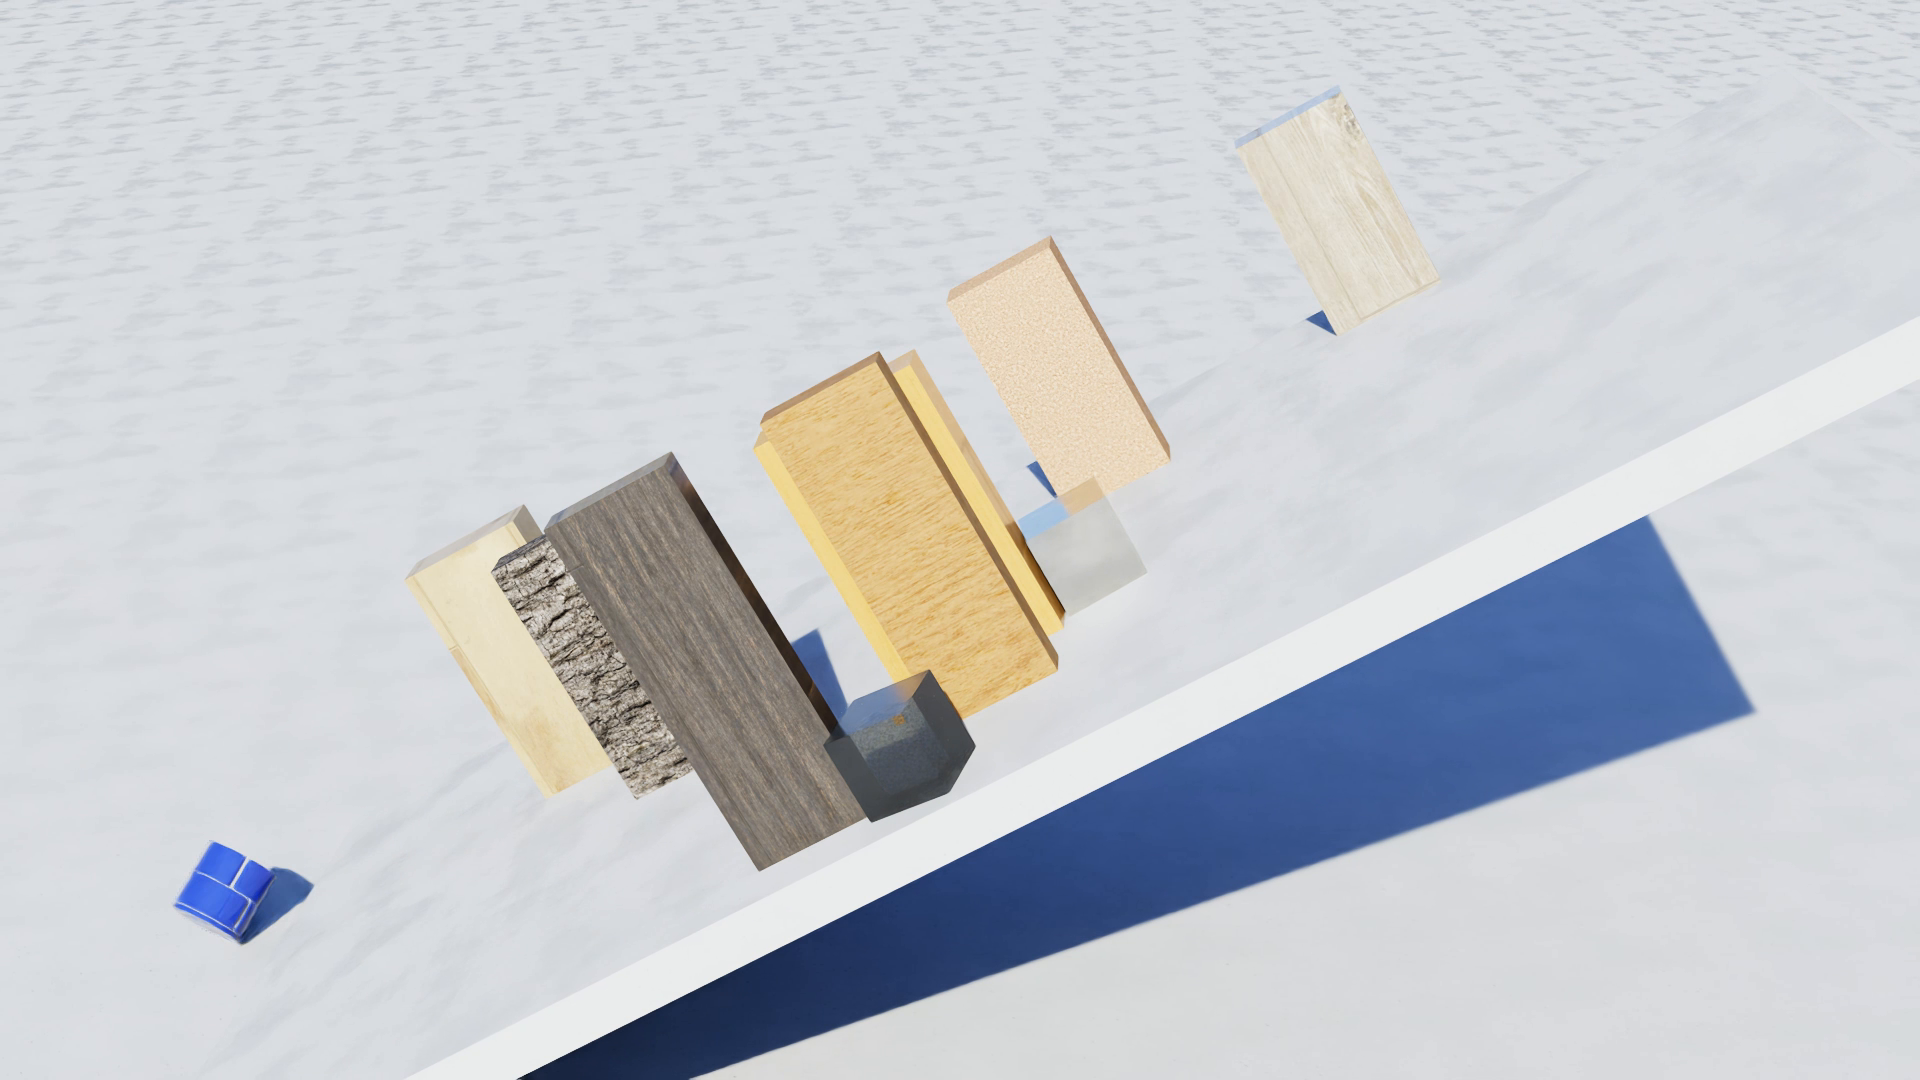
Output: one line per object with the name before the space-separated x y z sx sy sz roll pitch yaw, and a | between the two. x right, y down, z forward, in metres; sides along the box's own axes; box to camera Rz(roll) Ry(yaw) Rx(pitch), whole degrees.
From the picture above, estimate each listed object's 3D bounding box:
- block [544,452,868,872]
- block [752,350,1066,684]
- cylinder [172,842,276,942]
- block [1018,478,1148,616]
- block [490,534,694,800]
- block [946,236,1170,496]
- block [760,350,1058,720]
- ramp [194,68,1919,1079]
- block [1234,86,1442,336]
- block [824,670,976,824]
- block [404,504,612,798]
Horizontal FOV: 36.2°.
block | -0.455 0.232 5.486 0.261 0.774 0.091 -28 15 11
block | -0.097 -0.021 5.932 0.361 0.623 0.126 -28 15 11
cylinder | -1.777 0.851 7.104 0.179 0.179 0.179 25 -19 9
block | 0.250 0.012 6.017 0.183 0.183 0.183 -30 14 4
block | -0.677 0.212 6.357 0.402 0.598 0.101 -28 15 11
block | 0.224 -0.368 6.597 0.260 0.559 0.125 -28 15 11
block | -0.093 0.005 5.670 0.255 0.705 0.084 -28 15 11
ramp | 0.142 0.167 6.283 4.000 0.100 2.000 -28 15 11
block | 0.866 -0.753 6.737 0.267 0.498 0.102 -28 15 11
block | -0.111 0.384 5.491 0.178 0.178 0.178 -23 16 27
block | -0.979 0.259 6.779 0.295 0.610 0.131 -28 15 11
